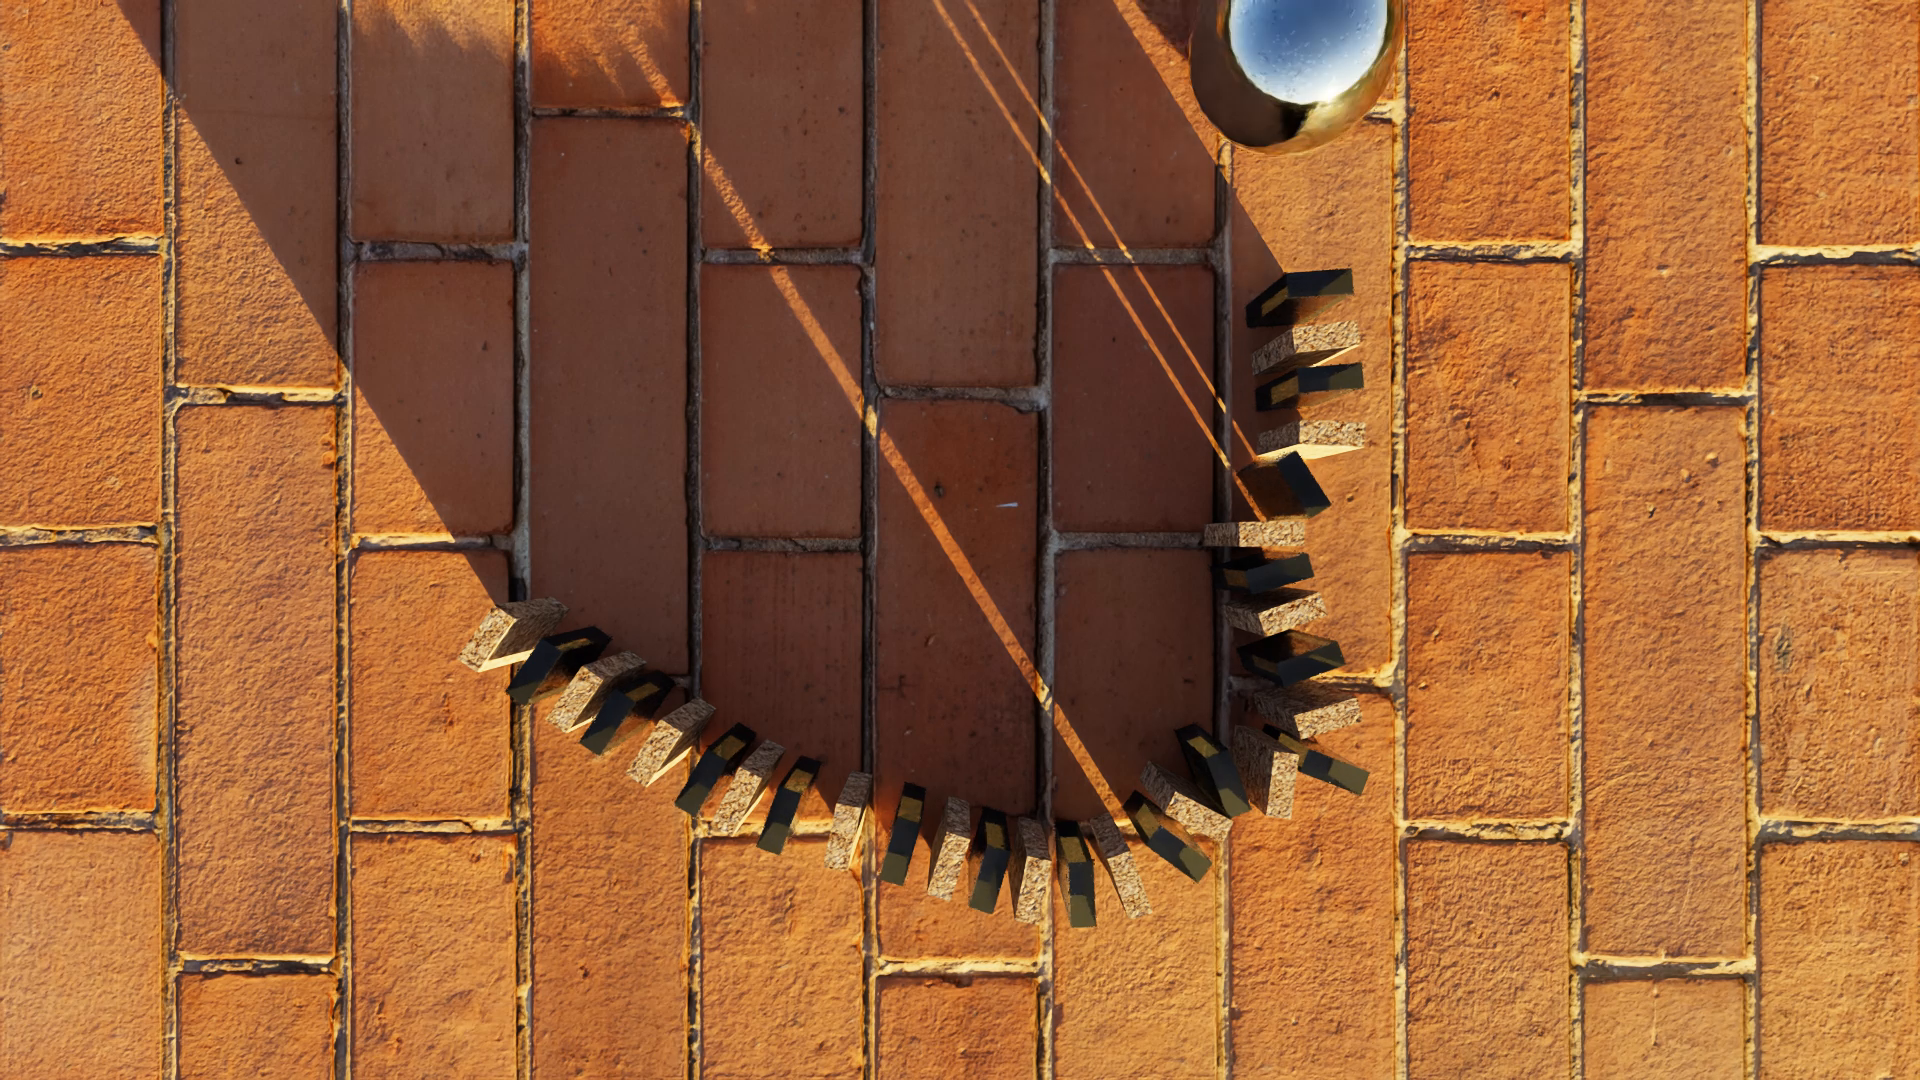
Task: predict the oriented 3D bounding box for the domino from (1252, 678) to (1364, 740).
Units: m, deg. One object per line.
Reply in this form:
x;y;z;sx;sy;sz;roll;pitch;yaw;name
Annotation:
0.141;0.068;0.375;0.025;0.050;0.010;-16;90;0;domino

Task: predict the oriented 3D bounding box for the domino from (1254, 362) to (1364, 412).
0.142;-0.062;0.375;0.025;0.050;0.010;-5;90;0;domino

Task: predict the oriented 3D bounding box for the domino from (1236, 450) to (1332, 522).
0.131;-0.021;0.375;0.009;0.050;0.025;-33;90;0;domino

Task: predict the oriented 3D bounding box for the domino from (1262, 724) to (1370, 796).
0.143;0.089;0.375;0.025;0.050;0.009;21;90;0;domino

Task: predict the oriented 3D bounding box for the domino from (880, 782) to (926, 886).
-0.023;0.119;0.375;0.010;0.050;0.025;16;90;0;domino

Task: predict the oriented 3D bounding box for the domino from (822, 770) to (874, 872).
-0.045;0.114;0.375;0.010;0.050;0.025;12;90;0;domino

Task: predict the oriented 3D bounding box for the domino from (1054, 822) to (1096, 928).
0.047;0.136;0.375;0.009;0.050;0.025;-3;90;0;domino

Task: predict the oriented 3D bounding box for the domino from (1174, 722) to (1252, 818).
0.103;0.093;0.375;0.010;0.050;0.025;-21;90;0;domino

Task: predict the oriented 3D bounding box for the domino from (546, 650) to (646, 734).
-0.148;0.061;0.375;0.009;0.050;0.025;34;90;0;domino

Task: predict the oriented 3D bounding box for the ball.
0.131;-0.195;0.360;0.080;0.080;0.080;0;90;0;ball

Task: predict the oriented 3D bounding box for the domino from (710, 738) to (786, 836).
-0.086;0.100;0.375;0.010;0.050;0.025;27;90;0;domino

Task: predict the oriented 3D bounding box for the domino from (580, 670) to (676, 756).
-0.135;0.070;0.375;0.010;0.050;0.025;34;90;0;domino

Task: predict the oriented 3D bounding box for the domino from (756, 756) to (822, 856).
-0.069;0.107;0.375;0.009;0.050;0.025;20;90;0;domino

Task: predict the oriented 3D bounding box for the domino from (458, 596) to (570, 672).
-0.181;0.038;0.375;0.010;0.050;0.025;35;90;0;domino

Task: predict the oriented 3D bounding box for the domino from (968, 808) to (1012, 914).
0.012;0.130;0.375;0.009;0.050;0.025;16;90;0;domino

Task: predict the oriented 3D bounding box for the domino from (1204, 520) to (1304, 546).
0.119;-0.002;0.375;0.025;0.050;0.009;-1;90;0;domino

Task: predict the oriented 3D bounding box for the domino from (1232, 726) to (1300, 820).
0.123;0.094;0.375;0.010;0.050;0.025;7;90;0;domino

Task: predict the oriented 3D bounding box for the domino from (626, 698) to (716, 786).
-0.117;0.081;0.375;0.010;0.050;0.025;33;90;0;domino

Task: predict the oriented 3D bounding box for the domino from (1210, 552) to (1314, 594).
0.122;0.013;0.375;0.025;0.050;0.010;-16;90;0;domino

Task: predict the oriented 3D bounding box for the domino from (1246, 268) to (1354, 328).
0.138;-0.098;0.375;0.025;0.050;0.010;-4;90;0;domino

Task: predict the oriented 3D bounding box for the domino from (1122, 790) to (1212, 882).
0.084;0.120;0.375;0.025;0.050;0.010;36;90;0;domino

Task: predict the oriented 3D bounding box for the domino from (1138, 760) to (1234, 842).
0.091;0.106;0.375;0.025;0.050;0.010;27;90;0;domino

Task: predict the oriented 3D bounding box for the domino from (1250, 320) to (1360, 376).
0.140;-0.078;0.375;0.025;0.050;0.009;-7;90;0;domino

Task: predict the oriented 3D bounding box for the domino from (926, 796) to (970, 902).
-0.004;0.125;0.375;0.010;0.050;0.025;18;90;0;domino

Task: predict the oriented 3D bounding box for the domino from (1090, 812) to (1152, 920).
0.065;0.132;0.375;0.010;0.050;0.025;-19;90;0;domino

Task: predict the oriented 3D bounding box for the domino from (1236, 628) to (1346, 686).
0.134;0.047;0.375;0.025;0.050;0.010;-20;90;0;domino

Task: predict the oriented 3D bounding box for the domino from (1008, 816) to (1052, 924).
0.028;0.134;0.375;0.009;0.050;0.025;11;90;0;domino

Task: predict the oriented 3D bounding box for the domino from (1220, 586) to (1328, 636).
0.127;0.028;0.375;0.025;0.050;0.010;-19;90;0;domino

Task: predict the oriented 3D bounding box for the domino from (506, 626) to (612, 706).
-0.163;0.050;0.375;0.009;0.050;0.025;35;90;0;domino

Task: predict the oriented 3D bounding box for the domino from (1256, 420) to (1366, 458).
0.142;-0.041;0.375;0.025;0.050;0.010;3;90;0;domino

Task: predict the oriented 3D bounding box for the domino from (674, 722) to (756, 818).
-0.099;0.093;0.375;0.010;0.050;0.025;31;90;0;domino
